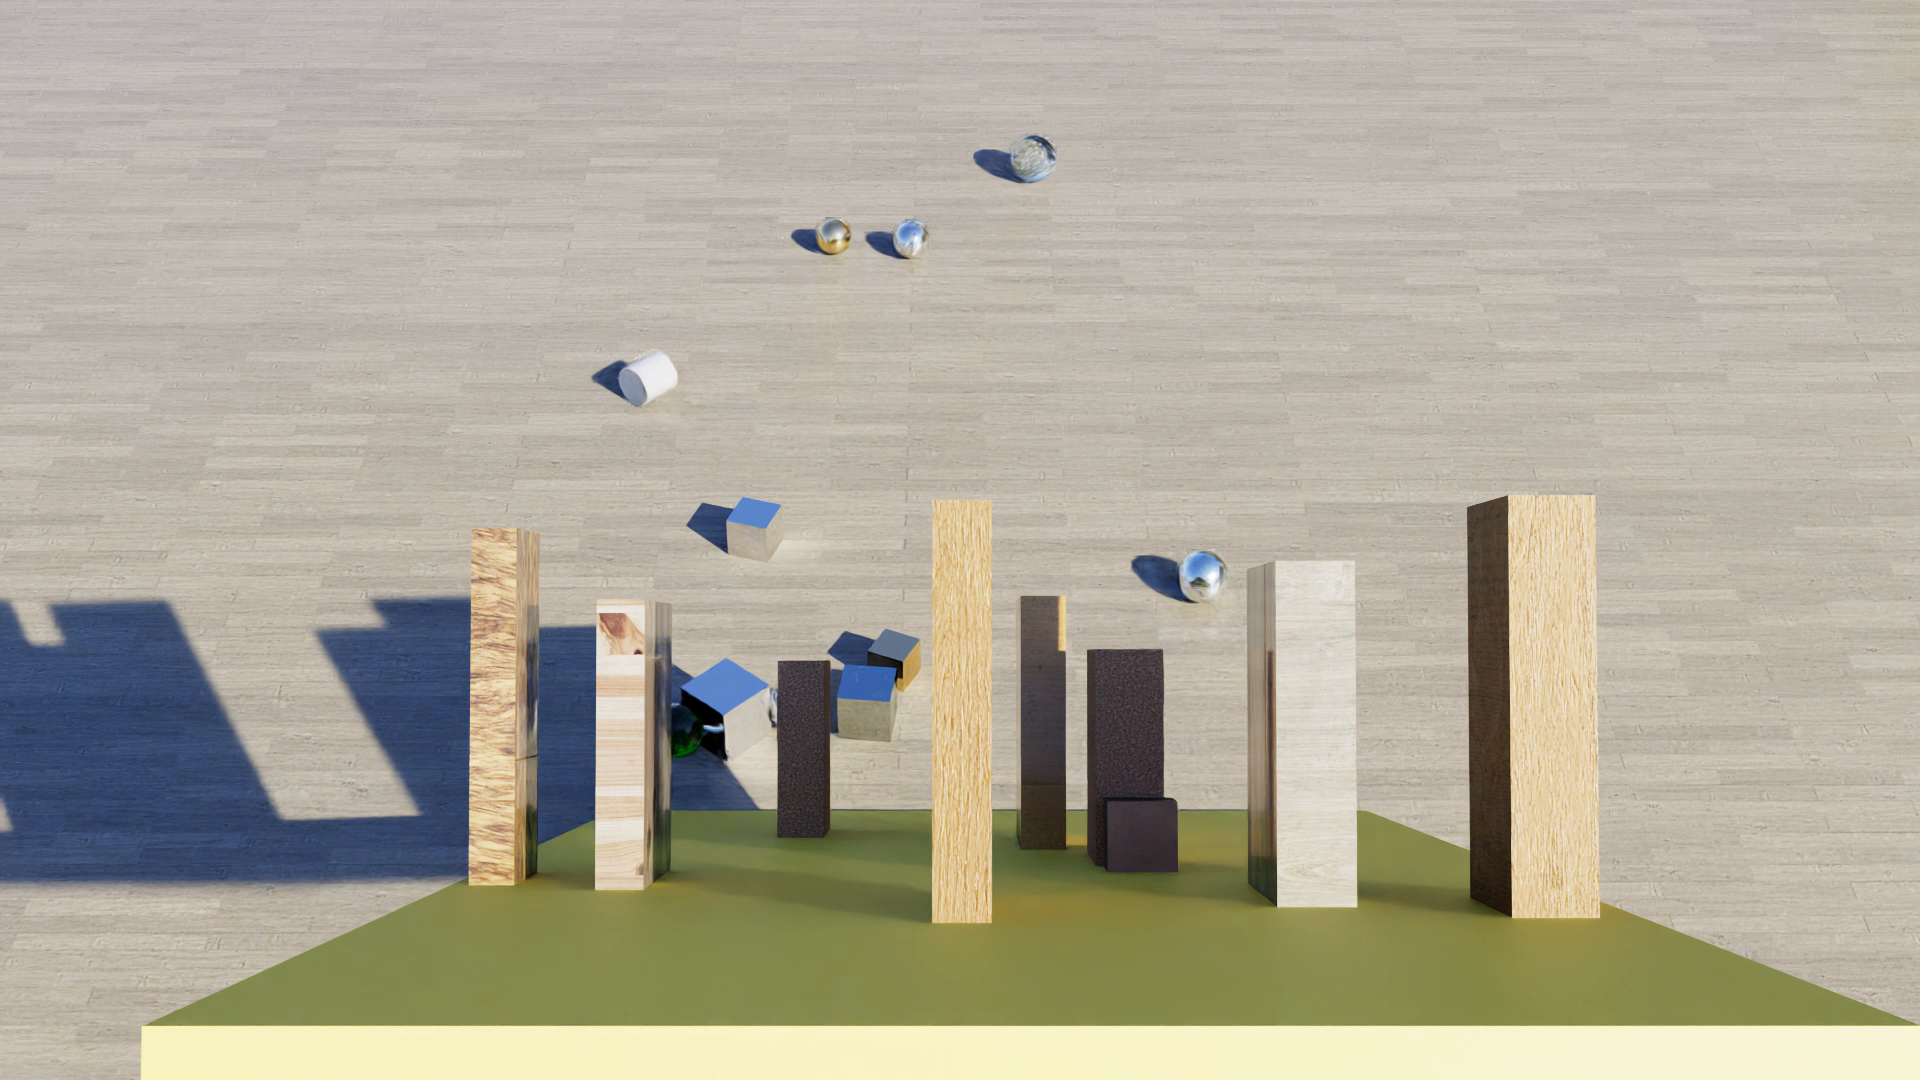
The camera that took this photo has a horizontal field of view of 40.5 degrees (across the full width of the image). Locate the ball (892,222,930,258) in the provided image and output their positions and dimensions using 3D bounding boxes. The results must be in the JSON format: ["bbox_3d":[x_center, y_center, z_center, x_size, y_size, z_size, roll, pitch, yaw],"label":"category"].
[{"bbox_3d":[-0.175,-1.076,9.337,0.132,0.132,0.132,0,37,0],"label":"ball"}]

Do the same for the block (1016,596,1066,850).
[{"bbox_3d":[0.178,0.399,5.777,0.097,0.541,0.435,0,-2,0],"label":"block"}]

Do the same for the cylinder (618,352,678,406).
[{"bbox_3d":[-1.032,-0.533,8.605,0.138,0.138,0.138,28,45,32],"label":"cylinder"}]

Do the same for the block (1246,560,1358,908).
[{"bbox_3d":[0.589,0.329,4.522,0.132,0.572,0.438,0,-2,0],"label":"block"}]

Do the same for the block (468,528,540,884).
[{"bbox_3d":[-0.847,0.306,4.844,0.082,0.646,0.260,0,-2,0],"label":"block"}]

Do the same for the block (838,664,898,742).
[{"bbox_3d":[-0.258,0.456,7.276,0.147,0.147,0.147,4,37,5],"label":"block"}]

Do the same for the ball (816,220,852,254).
[{"bbox_3d":[-0.455,-1.092,9.363,0.126,0.126,0.126,0,37,0],"label":"ball"}]

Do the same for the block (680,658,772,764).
[{"bbox_3d":[-0.649,0.473,7.231,0.174,0.174,0.174,29,45,33],"label":"block"}]

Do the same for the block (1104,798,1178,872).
[{"bbox_3d":[0.350,0.571,5.048,0.134,0.134,0.134,0,-2,0],"label":"block"}]

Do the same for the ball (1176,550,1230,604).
[{"bbox_3d":[0.723,0.109,7.733,0.156,0.156,0.156,0,37,0],"label":"ball"}]

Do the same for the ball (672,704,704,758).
[{"bbox_3d":[-0.779,0.524,7.146,0.149,0.149,0.149,0,37,0],"label":"ball"}]

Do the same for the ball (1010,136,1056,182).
[{"bbox_3d":[0.276,-1.433,9.778,0.175,0.175,0.175,0,37,0],"label":"ball"}]

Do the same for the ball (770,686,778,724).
[{"bbox_3d":[-0.475,0.462,7.283,0.130,0.130,0.130,0,37,0],"label":"ball"}]

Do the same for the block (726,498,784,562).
[{"bbox_3d":[-0.626,-0.031,7.942,0.129,0.129,0.129,11,38,15],"label":"block"}]

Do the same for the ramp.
[{"bbox_3d":[0.081,0.683,4.918,2.000,0.100,4.000,0,-2,0],"label":"ramp"}]

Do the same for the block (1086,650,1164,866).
[{"bbox_3d":[0.334,0.436,5.293,0.134,0.426,0.344,0,-2,0],"label":"block"}]

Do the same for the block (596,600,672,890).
[{"bbox_3d":[-0.603,0.372,4.830,0.085,0.514,0.435,0,-2,0],"label":"block"}]

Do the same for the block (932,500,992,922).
[{"bbox_3d":[0.003,0.274,4.252,0.093,0.658,0.394,0,-2,0],"label":"block"}]

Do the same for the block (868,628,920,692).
[{"bbox_3d":[-0.188,0.344,7.454,0.113,0.113,0.113,16,40,20],"label":"block"}]

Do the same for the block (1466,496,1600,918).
[{"bbox_3d":[0.943,0.271,4.299,0.139,0.670,0.338,0,-2,0],"label":"block"}]

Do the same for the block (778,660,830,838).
[{"bbox_3d":[-0.362,0.482,6.061,0.106,0.401,0.294,0,-2,0],"label":"block"}]
